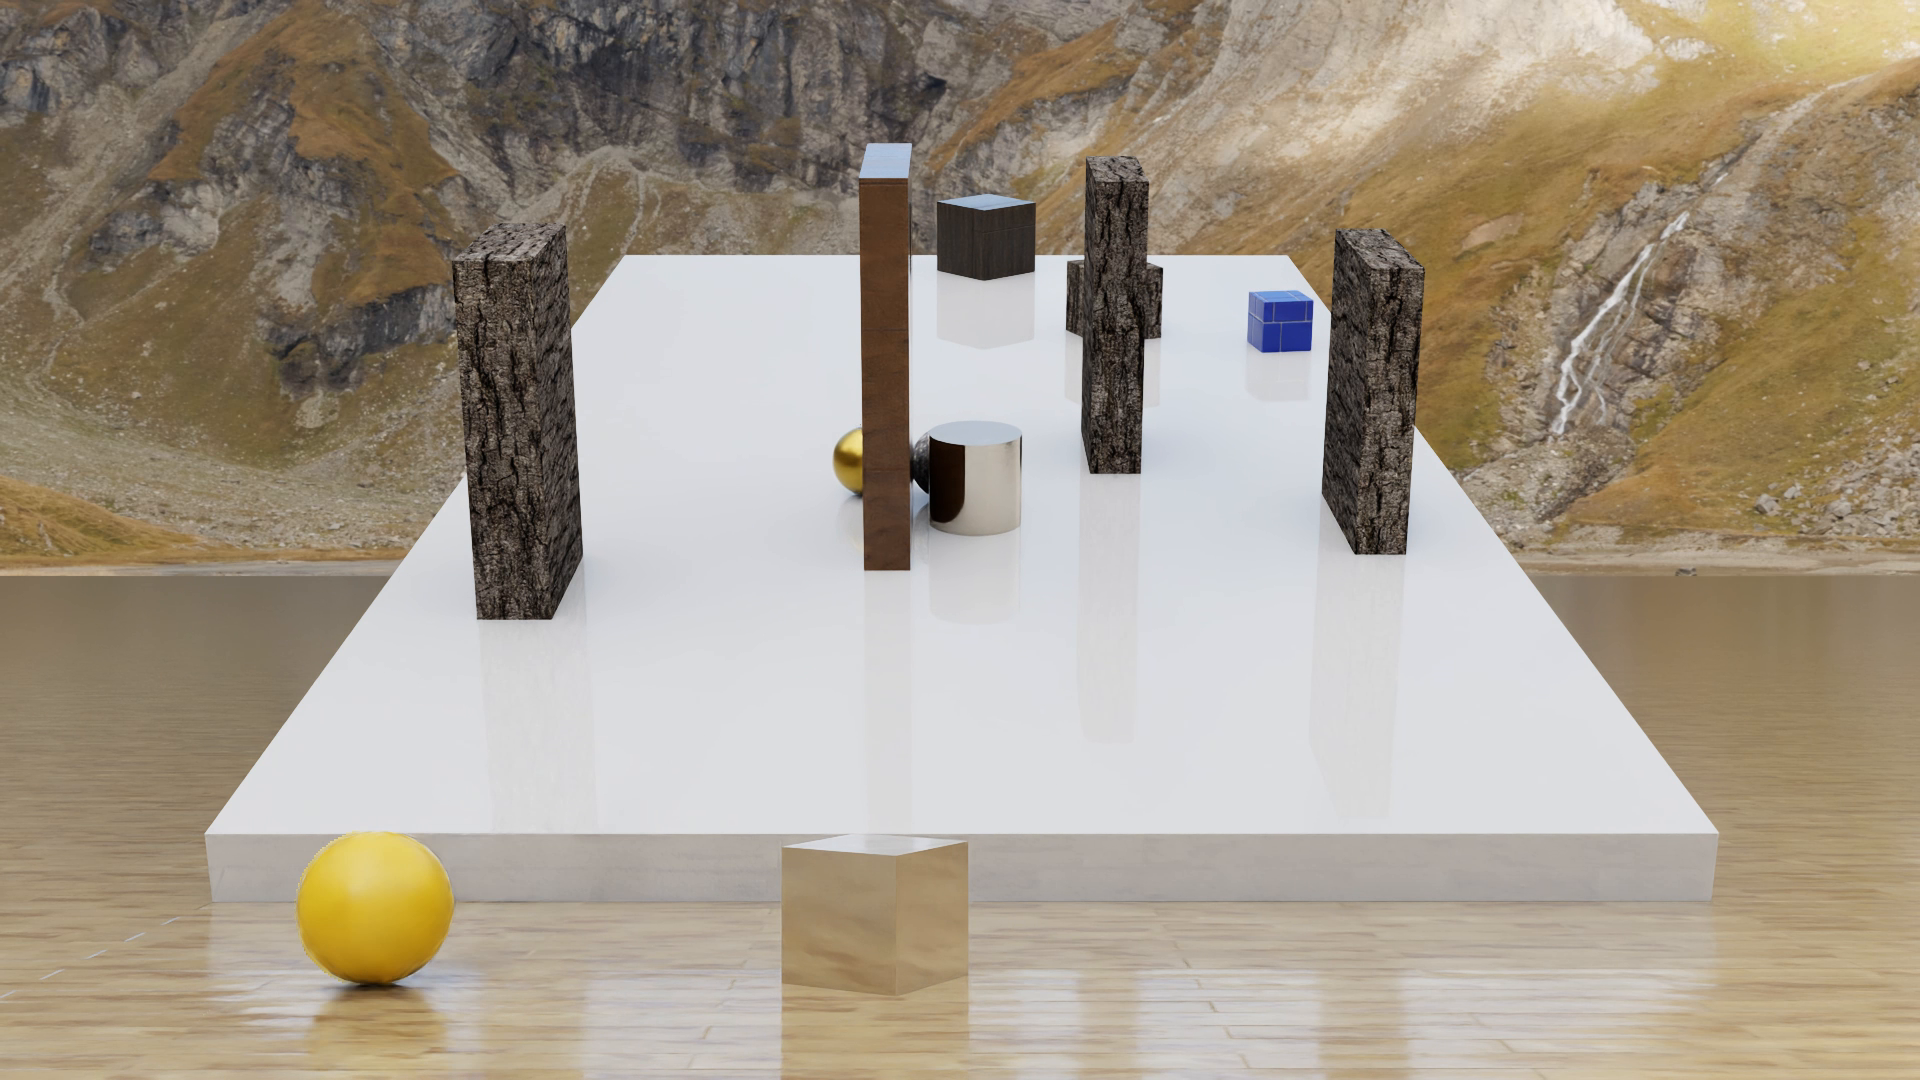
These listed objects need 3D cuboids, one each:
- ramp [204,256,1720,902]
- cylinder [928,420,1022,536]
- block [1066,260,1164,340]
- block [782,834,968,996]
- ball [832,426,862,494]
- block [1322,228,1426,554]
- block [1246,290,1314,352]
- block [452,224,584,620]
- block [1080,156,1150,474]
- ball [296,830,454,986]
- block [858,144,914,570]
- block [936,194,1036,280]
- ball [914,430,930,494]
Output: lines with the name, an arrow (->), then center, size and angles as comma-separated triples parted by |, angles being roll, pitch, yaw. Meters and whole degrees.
ramp -> -0.004, -0.188, 4.873 | 2.000, 0.100, 4.000 | 0, 18, 0
cylinder -> 0.029, -0.117, 4.216 | 0.175, 0.175, 0.175 | 0, 18, 0
block -> 0.394, -0.616, 5.727 | 0.181, 0.181, 0.181 | -8, 20, -23
block -> -0.091, 0.402, 2.425 | 0.146, 0.146, 0.146 | 0, -1, 31
ball -> -0.185, -0.156, 4.398 | 0.134, 0.134, 0.134 | 0, -1, 0
block -> 0.762, -0.283, 4.161 | 0.094, 0.526, 0.384 | 0, 18, 0
block -> 0.801, -0.548, 5.608 | 0.128, 0.128, 0.128 | -3, 18, -10
block -> -0.743, -0.207, 3.796 | 0.124, 0.604, 0.336 | 0, 18, 0
block -> 0.316, -0.469, 4.616 | 0.104, 0.594, 0.335 | 0, 18, 0
ball -> -0.626, 0.393, 2.397 | 0.164, 0.164, 0.164 | 0, -1, 0
block -> -0.130, -0.339, 4.056 | 0.082, 0.696, 0.404 | 0, 18, 0
block -> 0.076, -0.880, 6.497 | 0.202, 0.202, 0.202 | -16, 24, -40
ball -> -0.024, -0.151, 4.364 | 0.146, 0.146, 0.146 | 0, -1, 0
